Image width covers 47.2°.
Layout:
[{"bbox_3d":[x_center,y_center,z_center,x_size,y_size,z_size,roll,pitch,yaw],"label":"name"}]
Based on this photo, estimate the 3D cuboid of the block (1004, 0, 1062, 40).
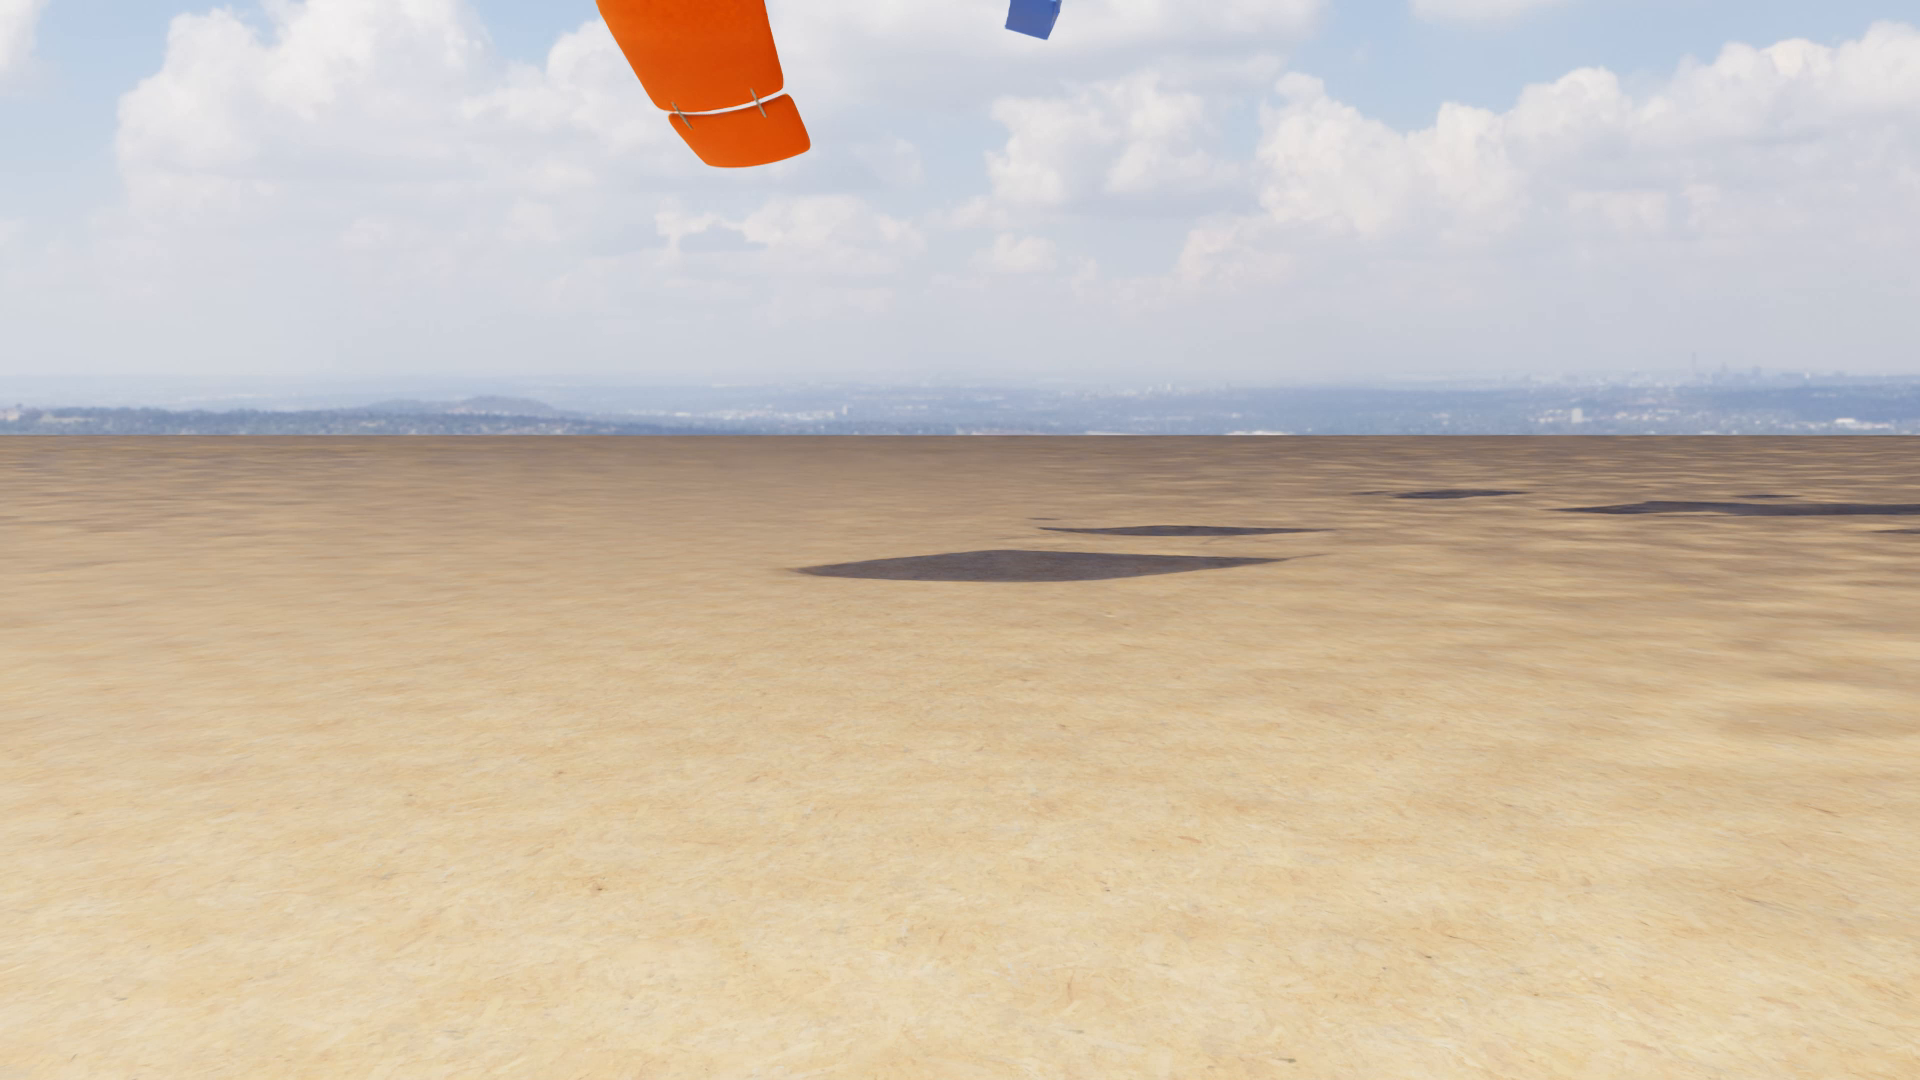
[{"bbox_3d":[0.291,-2.041,8.347,0.166,0.158,0.265,16,37,3],"label":"block"}]
